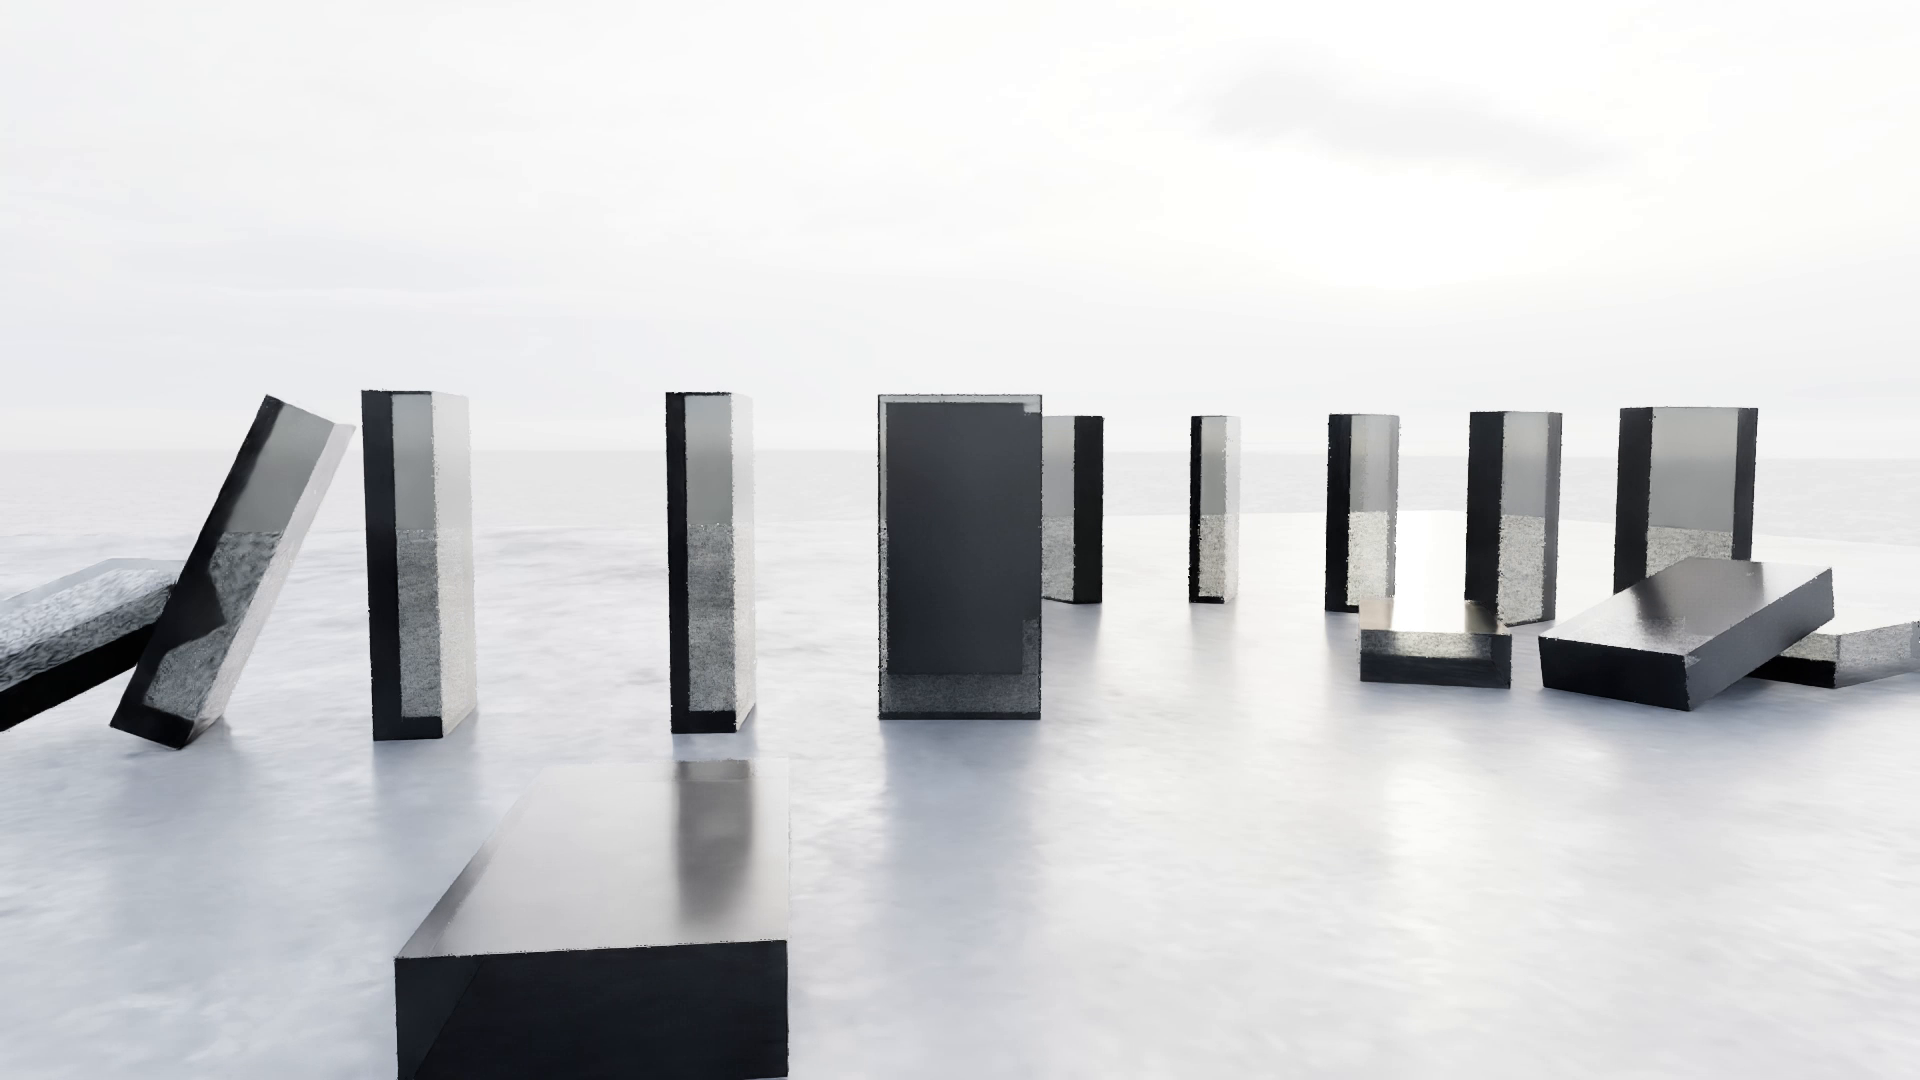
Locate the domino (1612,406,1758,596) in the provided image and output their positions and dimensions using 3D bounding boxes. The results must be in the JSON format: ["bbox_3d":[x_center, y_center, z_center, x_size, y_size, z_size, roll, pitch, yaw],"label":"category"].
[{"bbox_3d":[0.151,-0.003,0.268,0.025,0.050,0.009,-1,4,-12],"label":"domino"}]

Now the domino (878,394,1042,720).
[{"bbox_3d":[0.000,0.002,0.201,0.025,0.050,0.010,0,4,0],"label":"domino"}]

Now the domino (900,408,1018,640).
[{"bbox_3d":[0.000,-0.004,0.282,0.025,0.050,0.009,0,4,5],"label":"domino"}]

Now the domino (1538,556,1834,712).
[{"bbox_3d":[0.128,0.015,0.226,0.050,0.010,0.025,-18,13,-31],"label":"domino"}]

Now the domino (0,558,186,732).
[{"bbox_3d":[-0.138,0.017,0.190,0.025,0.010,0.050,2,21,21],"label":"domino"}]

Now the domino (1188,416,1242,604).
[{"bbox_3d":[0.070,-0.009,0.352,0.009,0.050,0.025,2,5,21],"label":"domino"}]

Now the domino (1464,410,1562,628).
[{"bbox_3d":[0.132,-0.005,0.305,0.025,0.050,0.009,-3,5,-38],"label":"domino"}]

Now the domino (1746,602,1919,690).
[{"bbox_3d":[0.166,0.019,0.246,0.050,0.009,0.025,-3,5,-33],"label":"domino"}]

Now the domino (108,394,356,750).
[{"bbox_3d":[-0.106,0.004,0.190,0.009,0.050,0.025,25,-4,-19],"label":"domino"}]

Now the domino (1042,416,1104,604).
[{"bbox_3d":[0.028,-0.009,0.351,0.010,0.050,0.025,-2,5,-29],"label":"domino"}]

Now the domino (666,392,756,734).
[{"bbox_3d":[-0.038,0.003,0.199,0.009,0.050,0.025,0,4,-2],"label":"domino"}]

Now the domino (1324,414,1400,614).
[{"bbox_3d":[0.104,-0.007,0.332,0.009,0.050,0.025,3,5,38],"label":"domino"}]

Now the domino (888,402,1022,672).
[{"bbox_3d":[-0.001,-0.001,0.243,0.025,0.050,0.009,0,4,-1],"label":"domino"}]

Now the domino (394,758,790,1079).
[{"bbox_3d":[-0.027,0.030,0.109,0.025,0.009,0.050,-1,4,-7],"label":"domino"}]

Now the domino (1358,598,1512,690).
[{"bbox_3d":[0.091,0.019,0.250,0.025,0.010,0.050,1,4,17],"label":"domino"}]

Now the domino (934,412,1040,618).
[{"bbox_3d":[0.007,-0.006,0.319,0.025,0.050,0.009,1,4,16],"label":"domino"}]

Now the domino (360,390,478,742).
[{"bbox_3d":[-0.082,0.003,0.195,0.009,0.050,0.025,-1,4,-10],"label":"domino"}]
